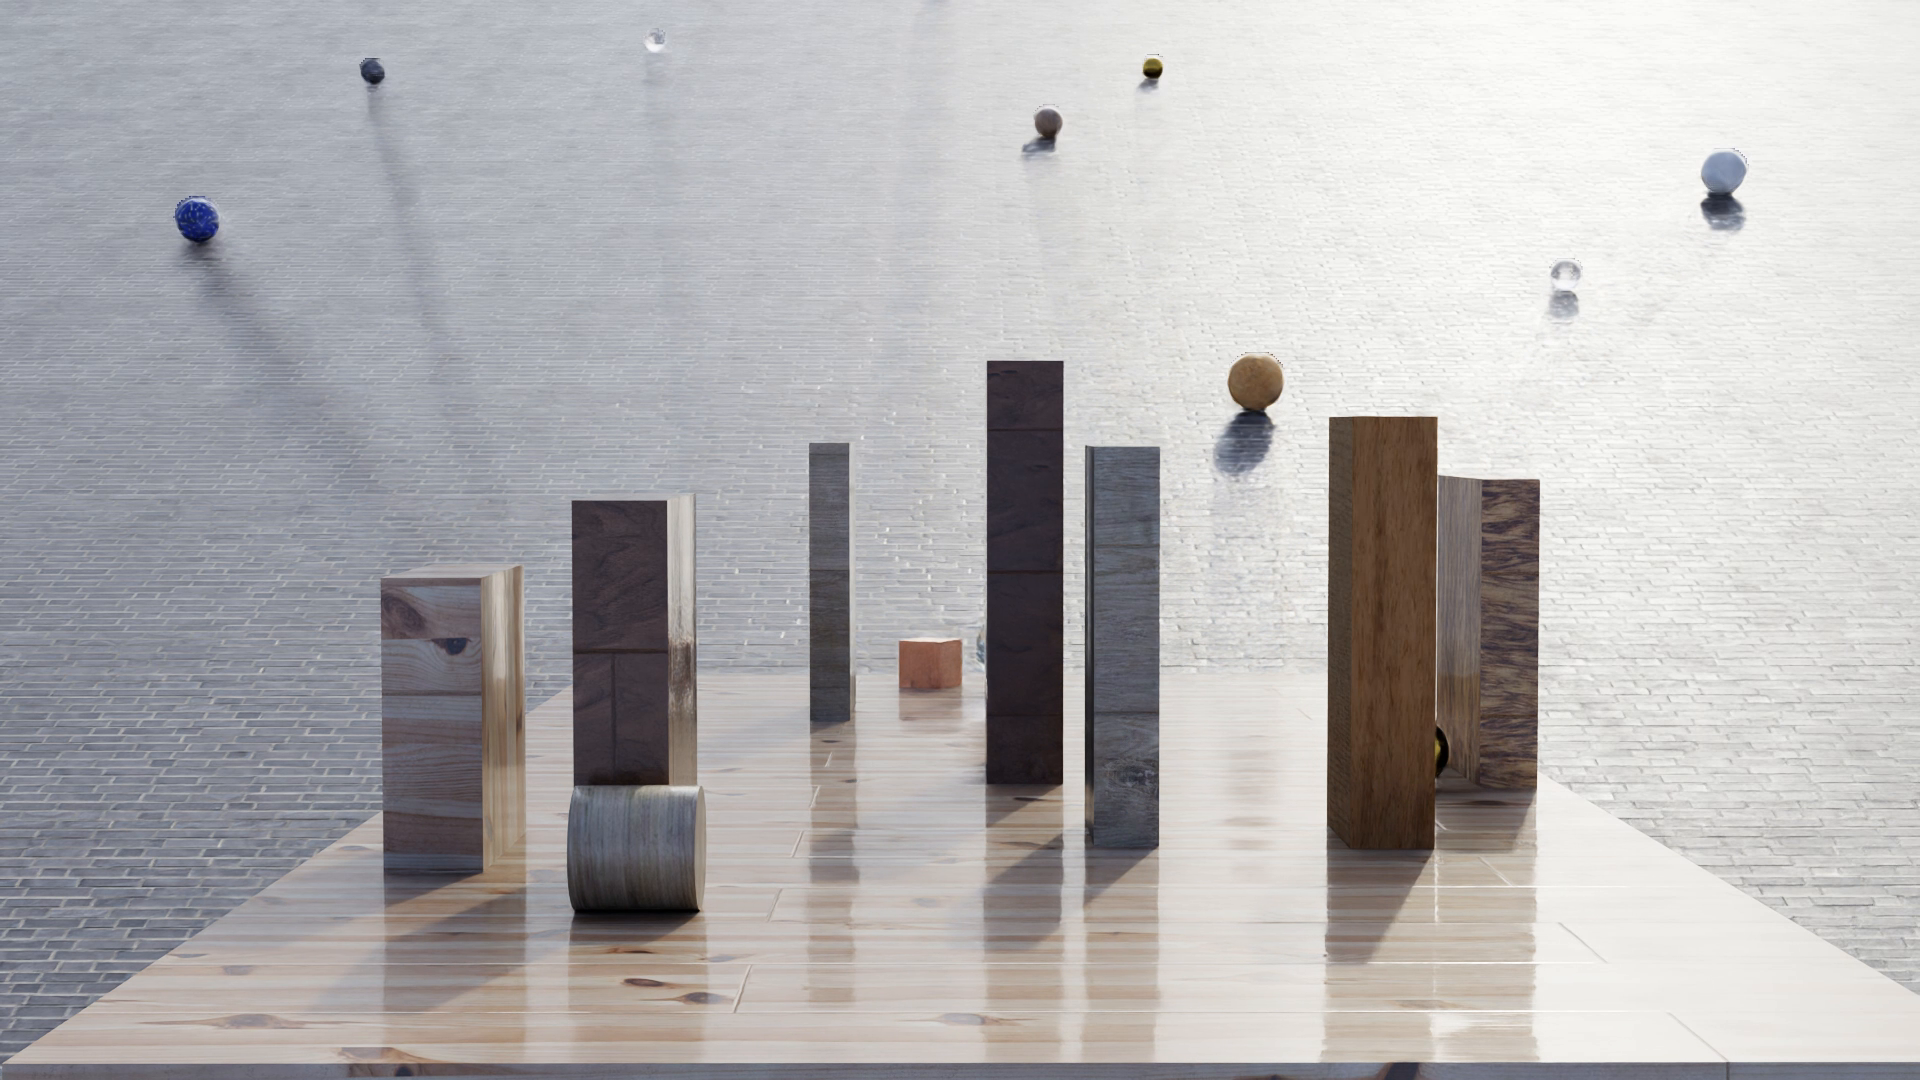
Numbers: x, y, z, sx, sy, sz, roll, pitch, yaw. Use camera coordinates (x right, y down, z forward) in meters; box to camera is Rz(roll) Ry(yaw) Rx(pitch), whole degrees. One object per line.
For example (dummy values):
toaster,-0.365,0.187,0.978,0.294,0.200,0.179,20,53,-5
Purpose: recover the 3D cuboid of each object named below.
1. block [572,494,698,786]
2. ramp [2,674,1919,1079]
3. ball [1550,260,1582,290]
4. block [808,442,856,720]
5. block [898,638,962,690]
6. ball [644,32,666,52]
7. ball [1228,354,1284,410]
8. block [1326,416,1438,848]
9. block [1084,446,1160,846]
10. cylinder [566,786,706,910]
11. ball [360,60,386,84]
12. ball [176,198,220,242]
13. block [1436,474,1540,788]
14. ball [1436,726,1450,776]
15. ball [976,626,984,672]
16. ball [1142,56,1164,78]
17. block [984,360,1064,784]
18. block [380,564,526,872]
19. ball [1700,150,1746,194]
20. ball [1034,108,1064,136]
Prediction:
block,-0.451,0.204,3.605,0.127,0.530,0.373,0,2,0
ramp,0.053,0.479,4.537,2.000,0.100,4.000,0,2,0
ball,2.311,-1.011,9.822,0.117,0.117,0.117,0,23,0
block,-0.279,0.083,5.664,0.086,0.595,0.325,0,2,0
block,-0.072,0.298,6.245,0.113,0.113,0.113,1,3,27
ball,-1.622,-2.653,13.711,0.113,0.113,0.113,0,23,0
ball,0.987,-0.528,8.589,0.189,0.189,0.189,0,23,0
block,0.643,0.133,3.934,0.126,0.642,0.243,0,2,0
block,0.249,0.153,3.979,0.098,0.598,0.278,0,2,0
cylinder,-0.418,0.400,3.346,0.162,0.162,0.162,0,23,0
ball,-2.972,-2.371,13.031,0.122,0.122,0.122,0,23,0
ball,-3.084,-1.295,10.418,0.175,0.175,0.175,0,23,0
block,0.954,0.154,4.669,0.101,0.537,0.408,0,2,0
ball,0.801,0.371,4.525,0.116,0.116,0.116,0,23,0
ball,0.134,0.262,6.167,0.193,0.193,0.193,0,23,0
ball,0.985,-2.411,13.141,0.111,0.111,0.111,0,23,0
block,0.114,0.051,4.669,0.135,0.743,0.312,0,2,0
block,-0.743,0.253,3.800,0.141,0.416,0.363,0,2,0
ball,3.289,-1.587,11.091,0.189,0.189,0.189,0,23,0
ball,0.413,-1.953,12.022,0.138,0.138,0.138,0,23,0
